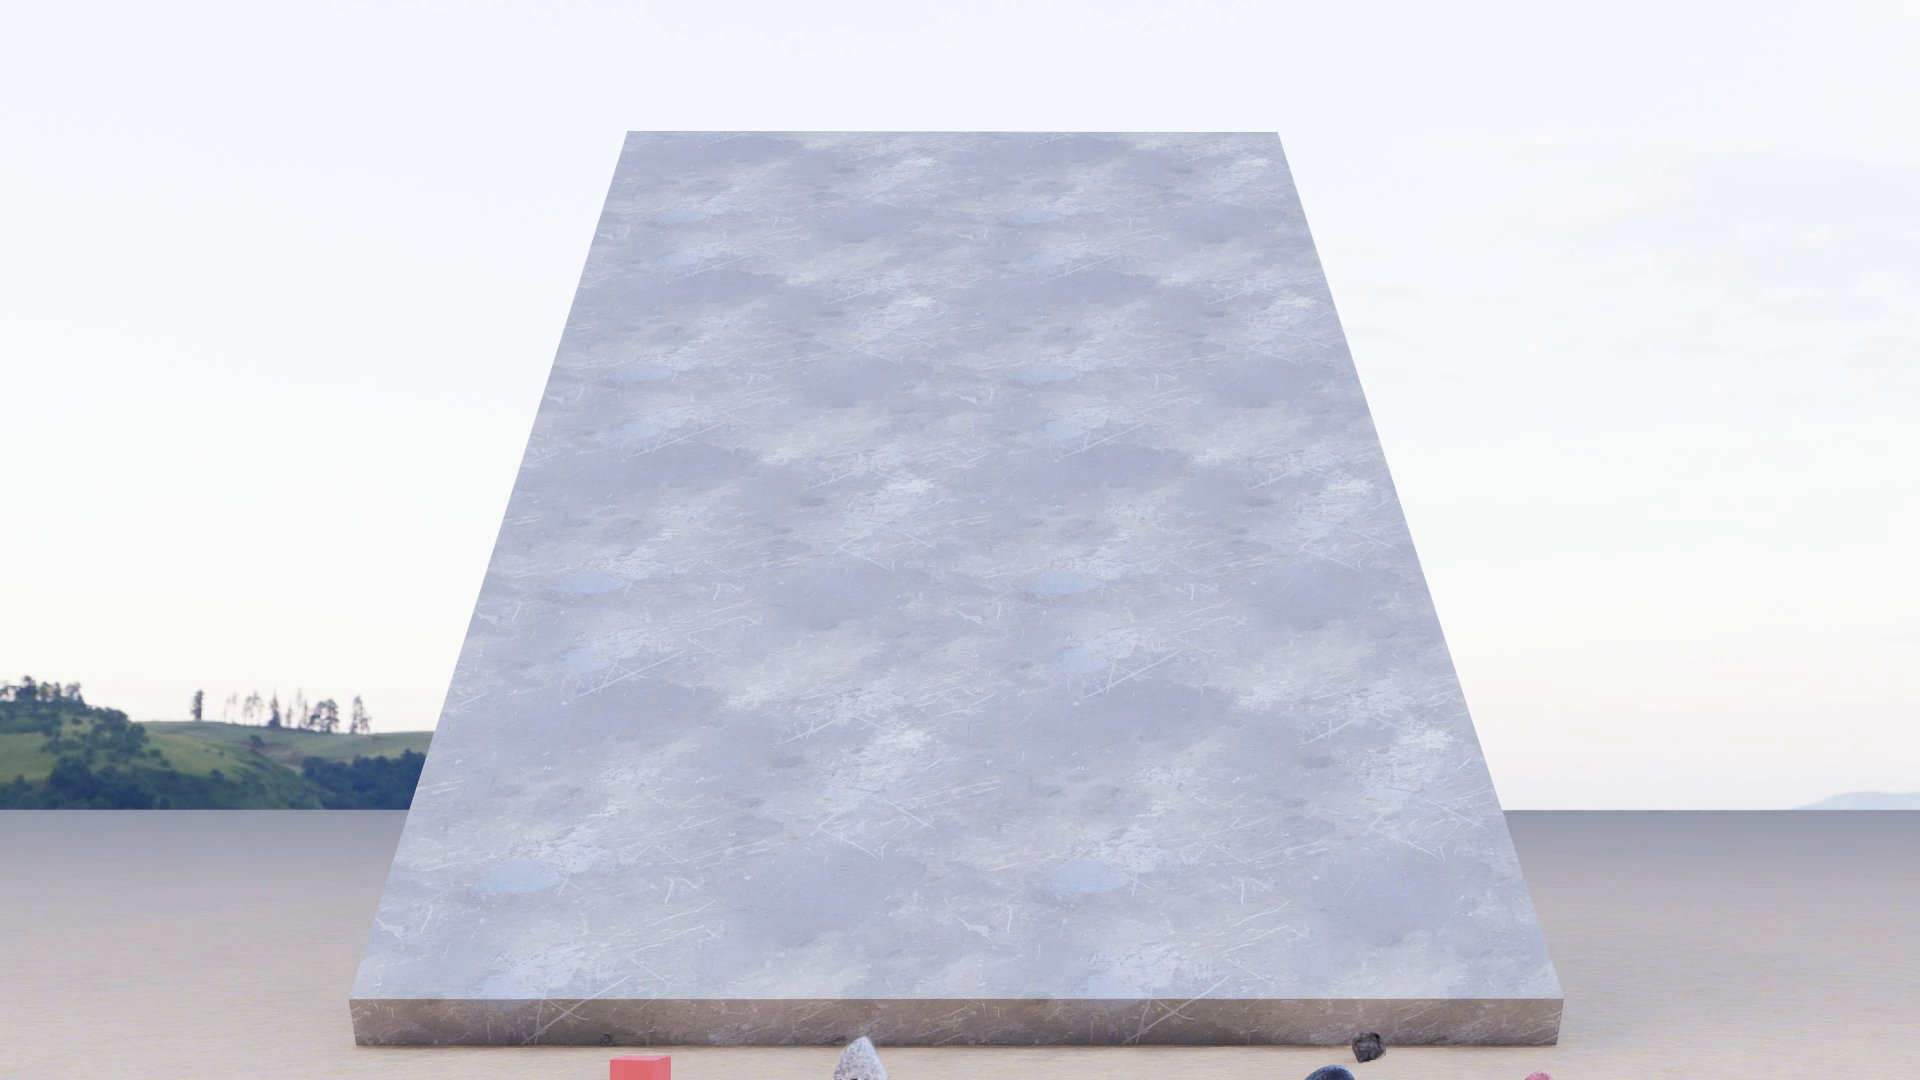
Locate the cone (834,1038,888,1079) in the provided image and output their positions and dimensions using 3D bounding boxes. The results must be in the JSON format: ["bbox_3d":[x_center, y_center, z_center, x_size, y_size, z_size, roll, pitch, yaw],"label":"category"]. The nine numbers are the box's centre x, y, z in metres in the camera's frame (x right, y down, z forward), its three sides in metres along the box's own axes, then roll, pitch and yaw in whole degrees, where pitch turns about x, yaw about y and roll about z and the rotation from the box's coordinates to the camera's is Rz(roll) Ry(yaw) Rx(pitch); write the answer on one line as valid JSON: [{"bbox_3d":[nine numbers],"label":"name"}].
[{"bbox_3d":[-0.123,0.758,3.423,0.078,0.078,0.078,27,9,30],"label":"cone"}]

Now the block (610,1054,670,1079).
[{"bbox_3d":[-0.427,0.723,3.228,0.062,0.062,0.062,-2,-6,14],"label":"block"}]

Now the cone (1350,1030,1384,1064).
[{"bbox_3d":[0.628,0.801,3.765,0.053,0.053,0.053,-3,20,24],"label":"cone"}]

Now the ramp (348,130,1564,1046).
[{"bbox_3d":[-0.013,-0.208,5.733,2.000,0.100,4.000,0,30,0],"label":"ramp"}]
